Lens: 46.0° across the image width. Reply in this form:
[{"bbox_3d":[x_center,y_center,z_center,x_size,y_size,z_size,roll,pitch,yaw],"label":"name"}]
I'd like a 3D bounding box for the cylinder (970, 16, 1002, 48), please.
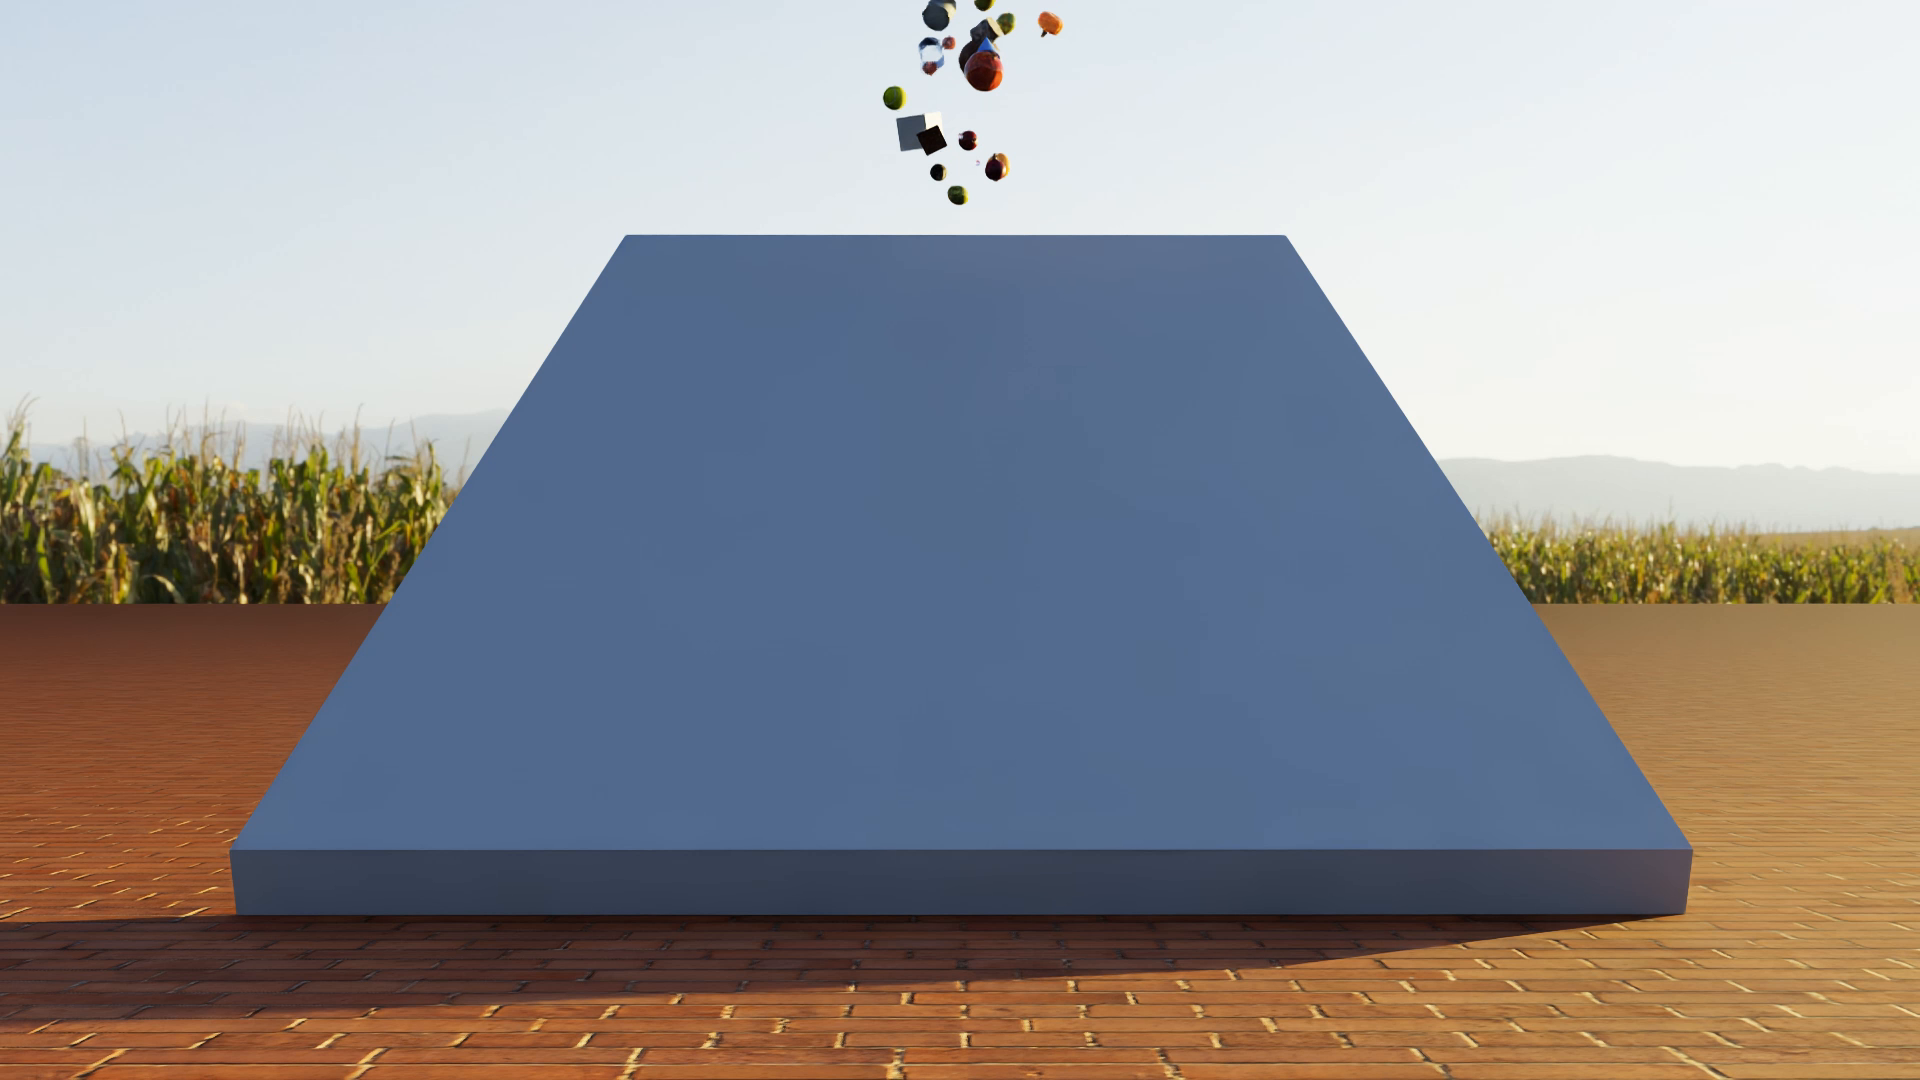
[{"bbox_3d":[0.077,-1.485,6.631,0.069,0.069,0.069,-34,-18,26],"label":"cylinder"}]

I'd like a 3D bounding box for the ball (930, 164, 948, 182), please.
[{"bbox_3d":[-0.064,-1.097,6.746,0.052,0.052,0.052,0,-1,0],"label":"ball"}]

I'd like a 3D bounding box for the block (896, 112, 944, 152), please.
[{"bbox_3d":[-0.118,-1.225,6.788,0.100,0.100,0.100,-3,12,29],"label":"block"}]

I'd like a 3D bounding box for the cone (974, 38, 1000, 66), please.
[{"bbox_3d":[0.076,-1.410,6.472,0.077,0.077,0.077,-1,-26,0],"label":"cone"}]

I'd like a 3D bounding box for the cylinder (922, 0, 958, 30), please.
[{"bbox_3d":[-0.056,-1.479,6.334,0.078,0.078,0.078,-1,38,20],"label":"cylinder"}]

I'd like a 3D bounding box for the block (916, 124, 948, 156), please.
[{"bbox_3d":[-0.083,-1.176,6.652,0.069,0.069,0.069,-26,12,2],"label":"block"}]

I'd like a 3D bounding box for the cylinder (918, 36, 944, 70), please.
[{"bbox_3d":[-0.085,-1.450,6.744,0.070,0.070,0.070,-7,-39,-6],"label":"cylinder"}]

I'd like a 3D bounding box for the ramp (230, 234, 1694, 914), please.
[{"bbox_3d":[-0.005,-0.204,4.989,2.000,0.100,4.000,0,20,0],"label":"ramp"}]
